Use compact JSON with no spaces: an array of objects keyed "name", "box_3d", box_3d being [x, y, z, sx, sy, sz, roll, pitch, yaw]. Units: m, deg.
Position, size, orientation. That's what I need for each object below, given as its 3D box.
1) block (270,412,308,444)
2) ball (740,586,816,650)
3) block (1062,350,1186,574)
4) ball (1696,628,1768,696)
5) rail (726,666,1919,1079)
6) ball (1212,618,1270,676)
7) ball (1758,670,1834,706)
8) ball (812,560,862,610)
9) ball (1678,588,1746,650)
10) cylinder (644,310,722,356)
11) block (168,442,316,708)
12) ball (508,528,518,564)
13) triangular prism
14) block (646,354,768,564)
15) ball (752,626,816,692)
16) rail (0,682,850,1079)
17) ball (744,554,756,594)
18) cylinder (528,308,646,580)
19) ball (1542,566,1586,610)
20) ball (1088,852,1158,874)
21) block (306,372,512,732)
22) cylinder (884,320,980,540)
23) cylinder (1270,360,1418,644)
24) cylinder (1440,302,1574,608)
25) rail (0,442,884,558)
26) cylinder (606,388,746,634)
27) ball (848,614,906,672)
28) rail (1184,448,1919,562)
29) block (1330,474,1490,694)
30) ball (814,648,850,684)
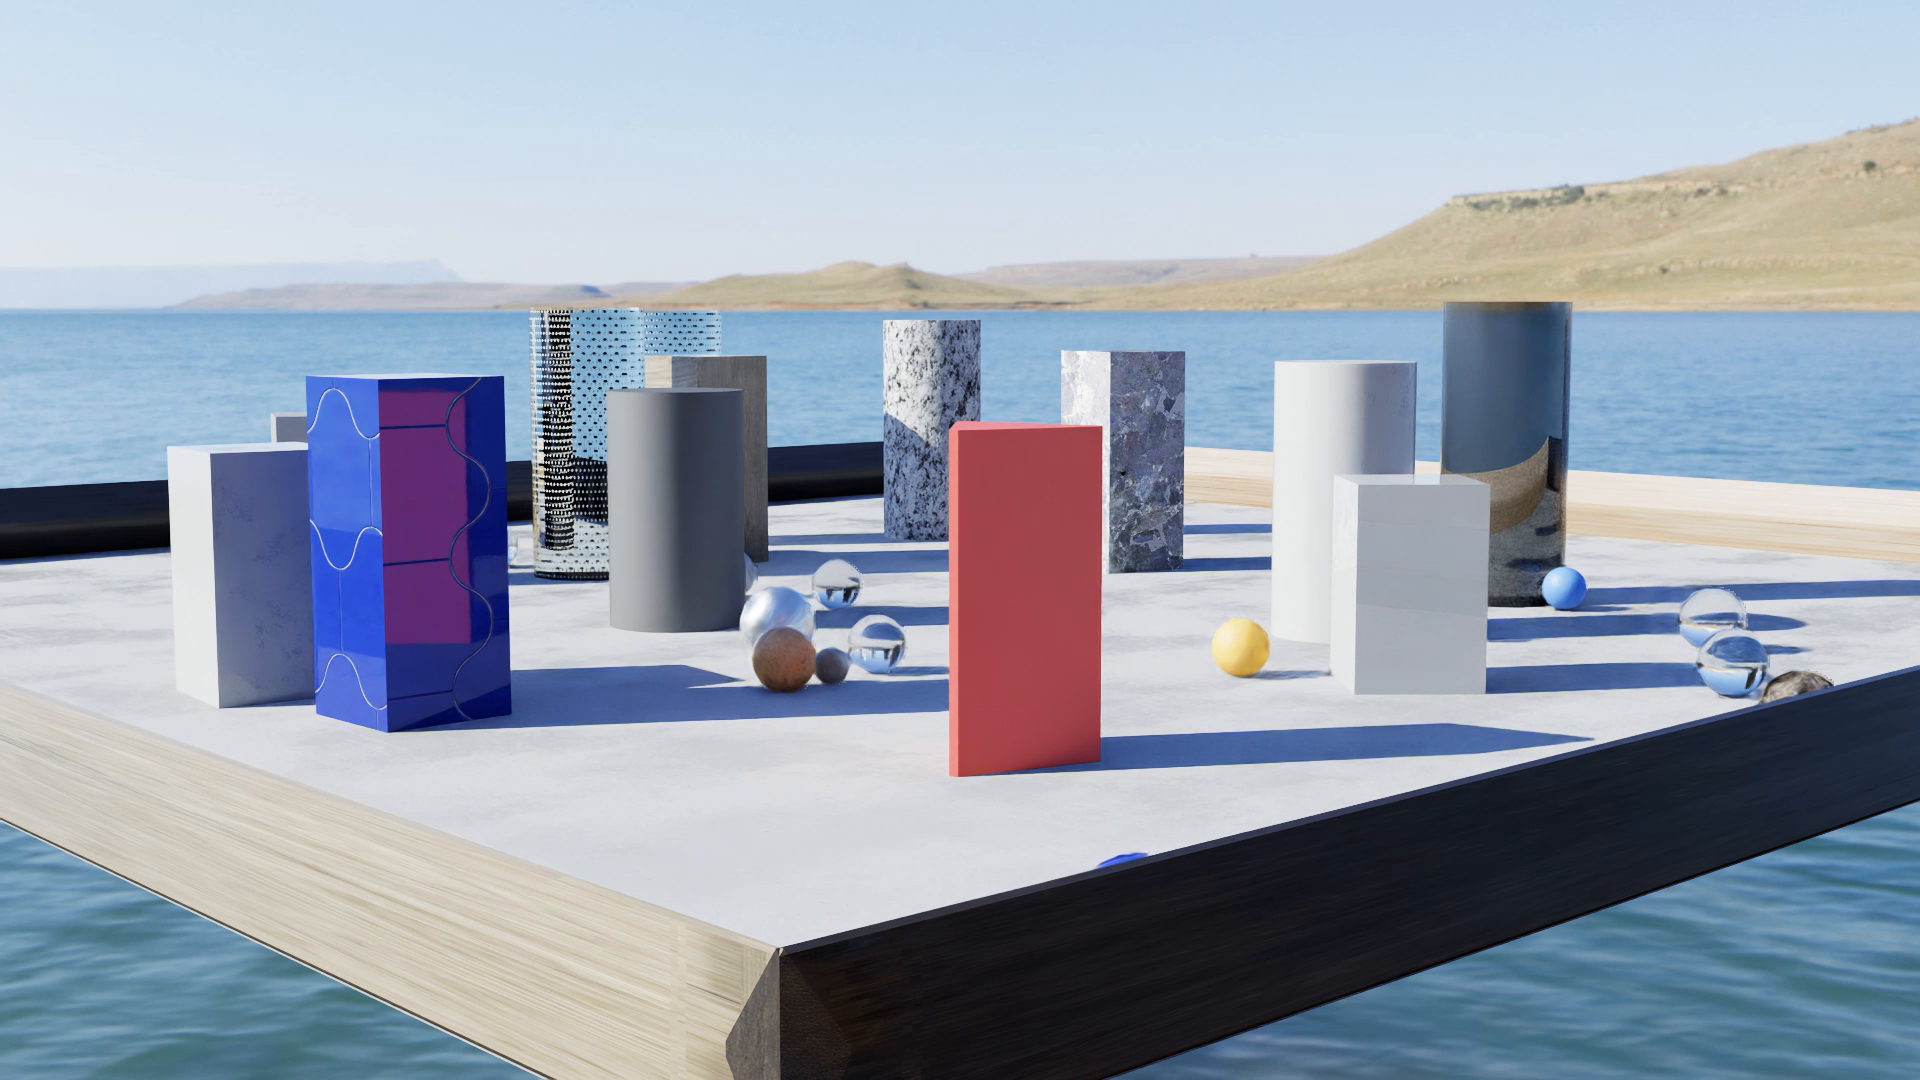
[{"name":"block","box_3d":[-1.024,-0.066,3.548,0.152,0.275,0.152,-2,6,-20]},{"name":"ball","box_3d":[-0.230,0.105,2.783,0.095,0.095,0.095,0,6,0]},{"name":"block","box_3d":[0.279,-0.139,3.779,0.152,0.371,0.152,-3,7,-29]},{"name":"ball","box_3d":[0.889,0.141,2.530,0.078,0.078,0.078,0,6,0]},{"name":"rail","box_3d":[1.059,0.153,2.191,3.170,0.124,0.045,-6,8,-42]},{"name":"ball","box_3d":[0.341,0.130,2.664,0.071,0.071,0.071,0,6,0]},{"name":"ball","box_3d":[0.847,0.172,2.218,0.081,0.081,0.081,0,6,0]},{"name":"ball","box_3d":[-0.183,0.066,3.256,0.074,0.074,0.074,0,6,0]},{"name":"ball","box_3d":[0.976,0.104,2.853,0.084,0.084,0.084,0,6,0]},{"name":"cylinder","box_3d":[-0.544,-0.214,4.166,0.190,0.440,0.190,0,6,0]},{"name":"block","box_3d":[-0.811,0.035,2.543,0.152,0.285,0.152,-4,7,-36]},{"name":"ball","box_3d":[-0.797,0.011,3.779,0.075,0.075,0.075,0,6,0]},{"name":"triangular prism","box_3d":[0.034,0.051,2.179,0.165,0.331,0.143,-3,7,-27]},{"name":"block","box_3d":[-0.445,-0.142,3.857,0.152,0.362,0.152,-6,8,-44]},{"name":"ball","box_3d":[-0.204,0.139,2.558,0.076,0.076,0.076,0,6,0]},{"name":"rail","box_3d":[-1.148,0.143,2.279,0.045,0.124,3.169,-6,8,-42]},{"name":"ball","box_3d":[-0.352,0.052,3.373,0.078,0.078,0.078,0,6,0]},{"name":"cylinder","box_3d":[-0.620,-0.165,3.673,0.190,0.445,0.190,0,6,0]},{"name":"ball","box_3d":[0.894,0.072,3.252,0.064,0.064,0.064,0,6,0]},{"name":"ball","box_3d":[0.116,0.250,1.420,0.094,0.094,0.094,0,6,0]},{"name":"block","box_3d":[-0.601,0.007,2.400,0.152,0.371,0.152,-6,8,-44]},{"name":"cylinder","box_3d":[-0.055,-0.219,4.305,0.190,0.421,0.190,0,6,0]},{"name":"cylinder","box_3d":[0.522,-0.056,2.996,0.190,0.372,0.190,0,6,0]},{"name":"cylinder","box_3d":[0.829,-0.135,3.350,0.190,0.454,0.190,0,6,0]},{"name":"rail","box_3d":[-1.059,-0.088,4.473,3.170,0.124,0.045,-6,8,-42]},{"name":"cylinder","box_3d":[-0.400,-0.046,3.100,0.190,0.330,0.190,0,6,0]},{"name":"ball","box_3d":[-0.102,0.127,2.692,0.072,0.072,0.072,0,6,0]},{"name":"rail","box_3d":[1.148,-0.079,4.385,0.045,0.124,3.169,-6,8,-42]},{"name":"block","box_3d":[0.530,0.050,2.605,0.152,0.243,0.152,0,6,-1]},{"name":"ball","box_3d":[-0.153,0.149,2.610,0.044,0.044,0.044,0,6,0]}]
